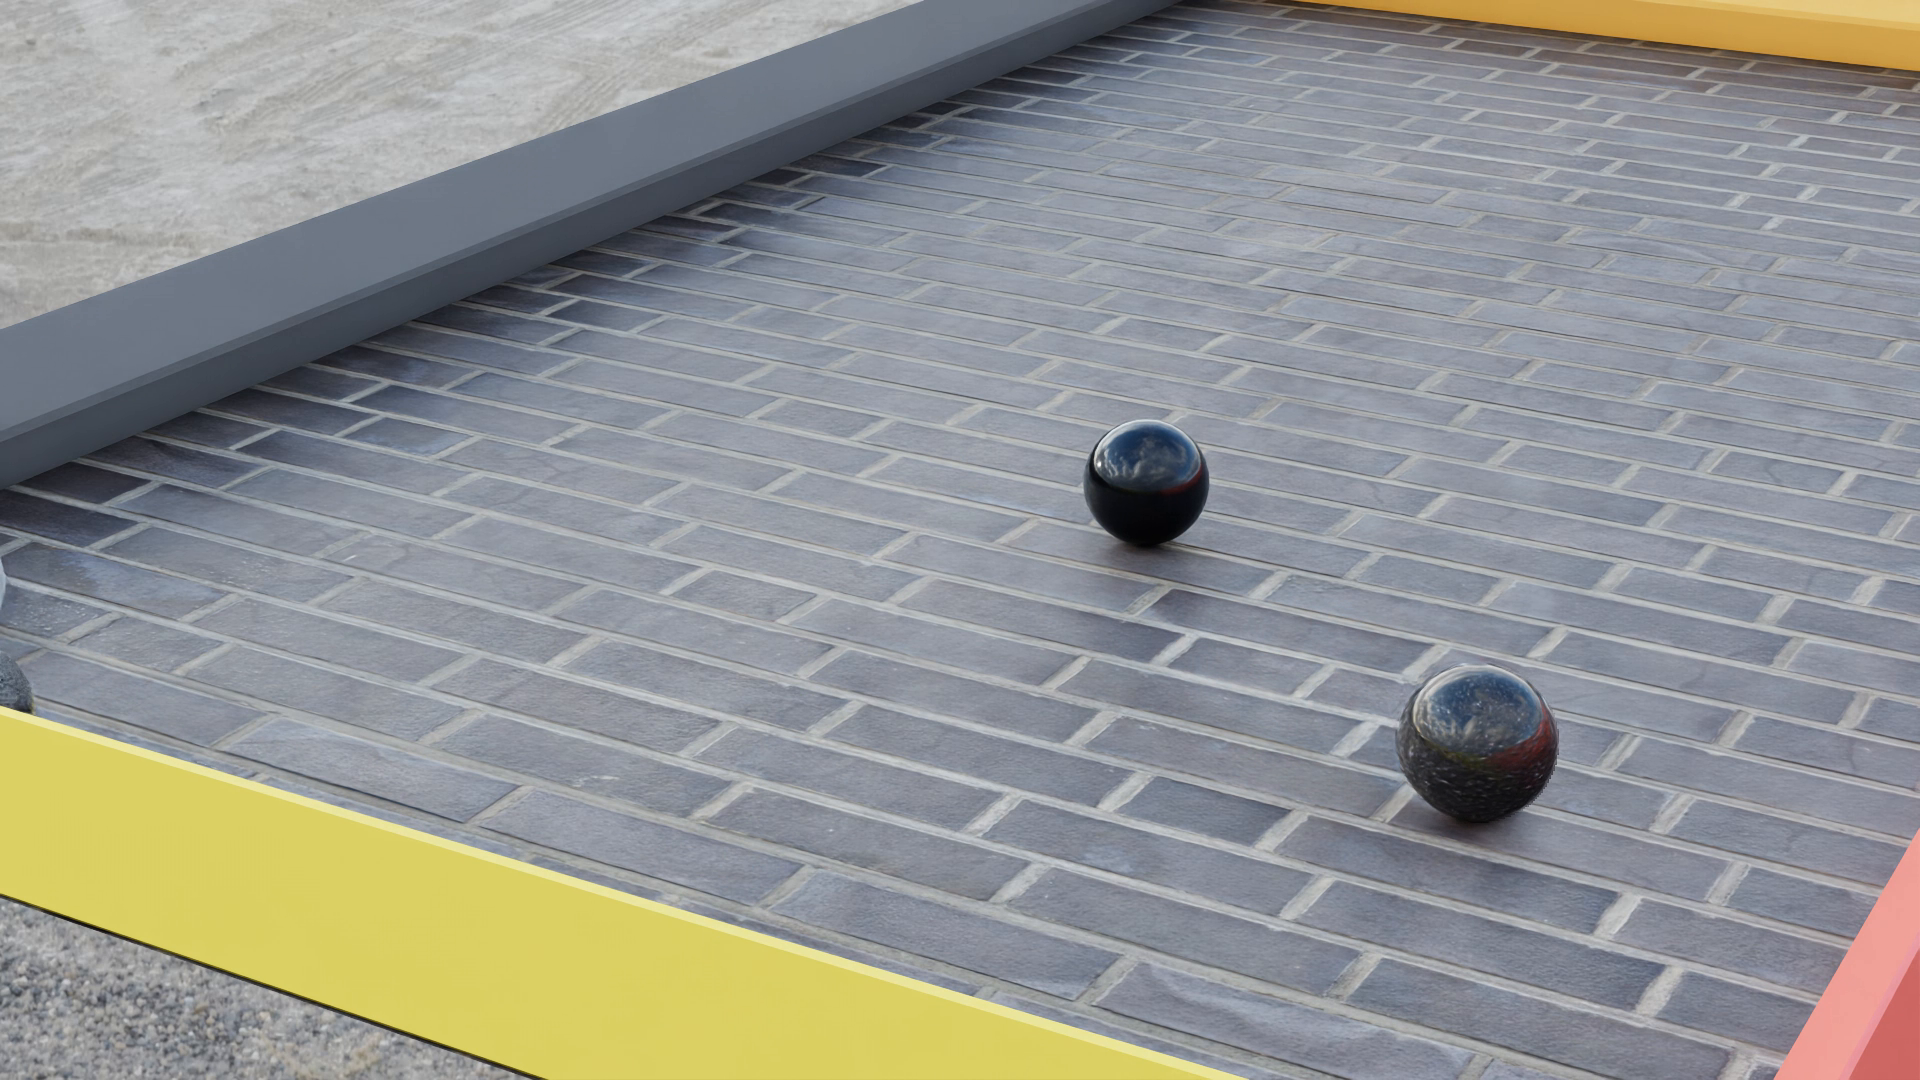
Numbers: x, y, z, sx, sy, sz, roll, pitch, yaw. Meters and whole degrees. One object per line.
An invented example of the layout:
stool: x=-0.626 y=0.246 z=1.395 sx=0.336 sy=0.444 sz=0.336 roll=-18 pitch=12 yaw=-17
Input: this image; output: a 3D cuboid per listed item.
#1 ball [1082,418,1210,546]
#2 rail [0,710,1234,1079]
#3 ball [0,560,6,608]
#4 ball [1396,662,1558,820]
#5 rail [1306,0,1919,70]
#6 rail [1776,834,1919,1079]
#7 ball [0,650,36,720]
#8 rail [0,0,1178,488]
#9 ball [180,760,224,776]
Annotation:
ball: x=0.134 y=-0.042 z=2.116 sx=0.091 sy=0.091 sz=0.091 roll=0 pitch=22 yaw=0
rail: x=-0.309 y=0.183 z=1.526 sx=1.460 sy=0.120 sz=0.045 roll=12 pitch=25 yaw=27
ball: x=-0.678 y=0.029 z=1.948 sx=0.087 sy=0.087 sz=0.087 roll=0 pitch=22 yaw=0
ball: x=0.303 y=0.118 z=1.724 sx=0.093 sy=0.093 sz=0.093 roll=0 pitch=22 yaw=0
rail: x=0.949 y=-0.646 z=3.553 sx=1.460 sy=0.120 sz=0.045 roll=12 pitch=25 yaw=27
rail: x=0.933 y=-0.098 z=2.214 sx=0.045 sy=0.120 sz=2.573 roll=12 pitch=25 yaw=27
ball: x=-0.601 y=0.104 z=1.759 sx=0.092 sy=0.092 sz=0.092 roll=0 pitch=22 yaw=0
rail: x=-0.292 y=-0.365 z=2.865 sx=0.045 sy=0.120 sz=2.573 roll=12 pitch=25 yaw=27
ball: x=-0.437 y=0.159 z=1.656 sx=0.069 sy=0.069 sz=0.069 roll=0 pitch=22 yaw=0
